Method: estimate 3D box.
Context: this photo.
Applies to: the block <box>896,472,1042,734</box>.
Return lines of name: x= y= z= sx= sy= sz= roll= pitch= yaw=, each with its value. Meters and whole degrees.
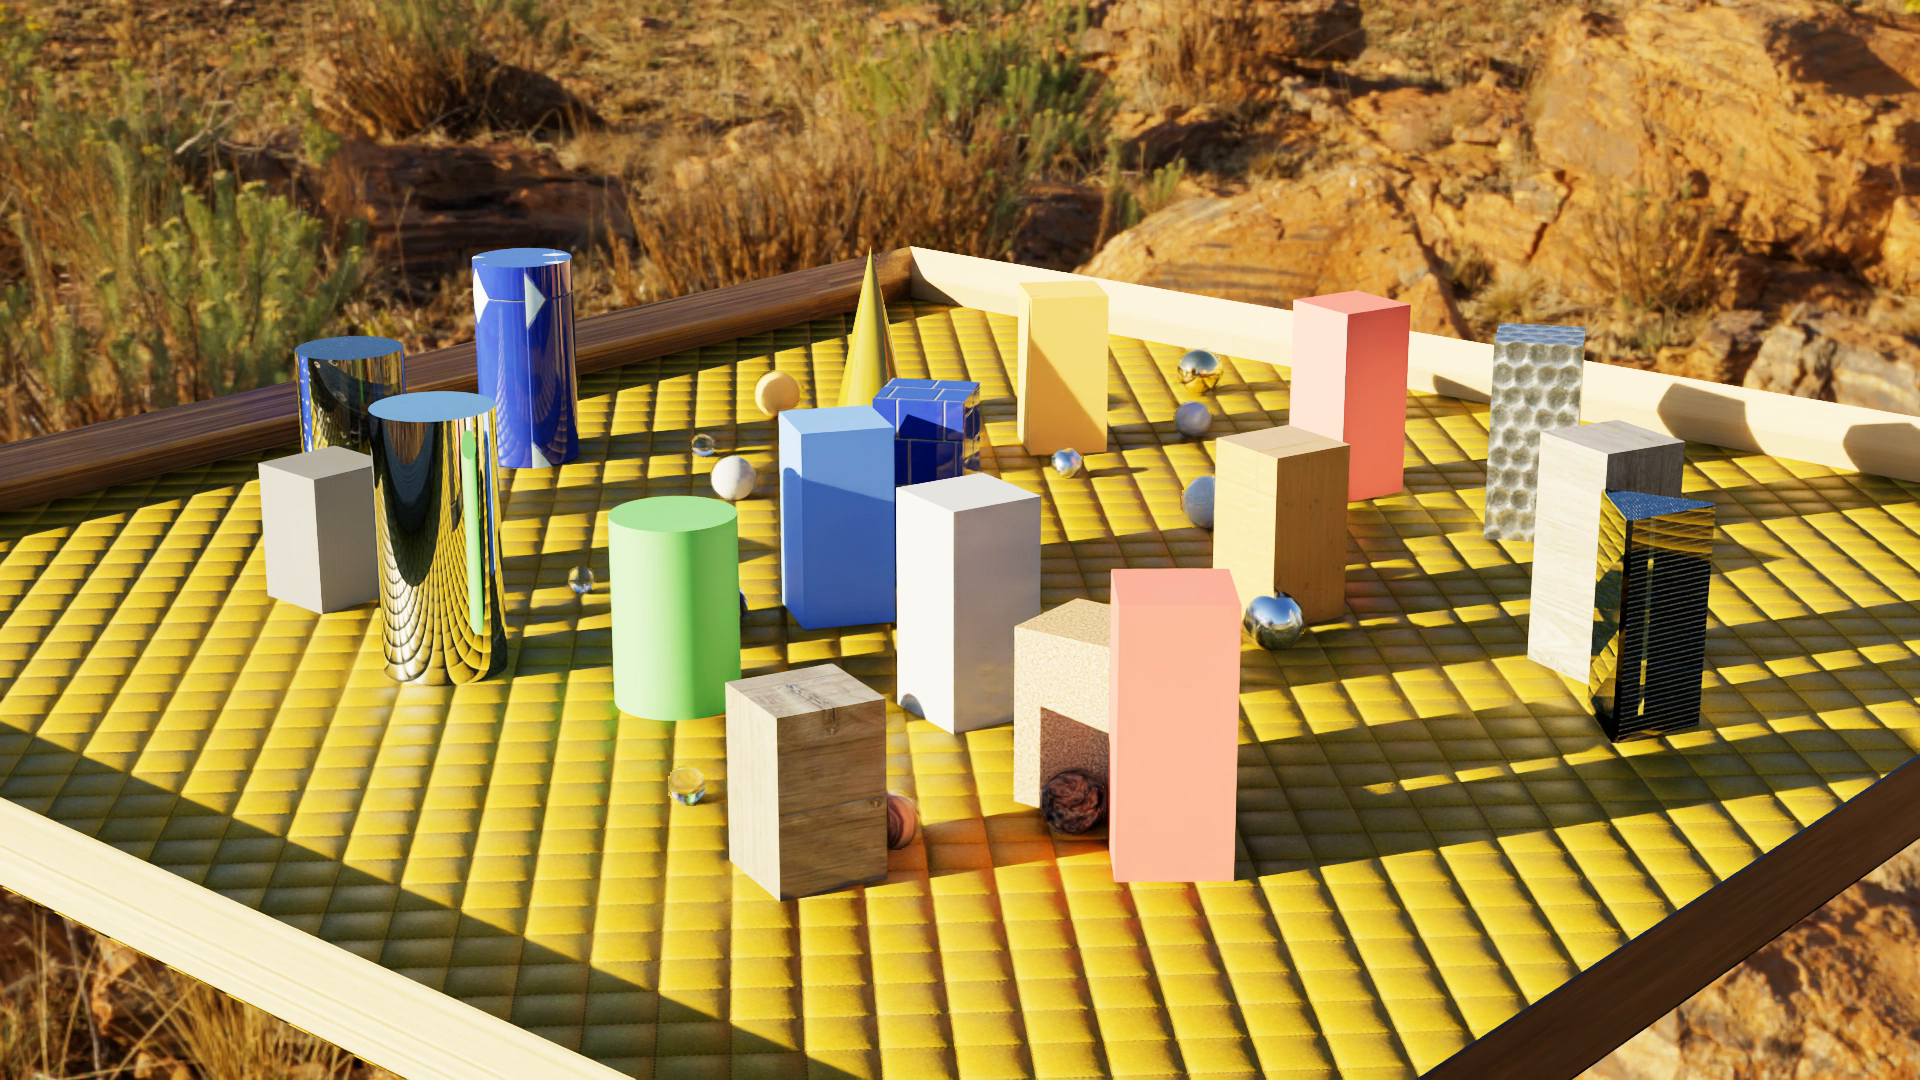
block: x=0.013 y=0.095 z=4.527 sx=0.160 sy=0.353 sz=0.160 roll=-11 pitch=20 yaw=-32

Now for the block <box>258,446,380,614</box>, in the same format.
block: x=-1.099 y=-0.020 z=5.105 sx=0.160 sy=0.240 sz=0.160 roll=15 pitch=22 yaw=40

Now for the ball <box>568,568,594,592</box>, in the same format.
ball: x=-0.665 y=0.071 z=5.145 sx=0.044 sy=0.044 sz=0.044 roll=0 pitch=17 yaw=0

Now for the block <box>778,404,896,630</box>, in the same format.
block: x=-0.210 y=-0.040 z=4.997 sx=0.160 sy=0.342 sz=0.160 roll=-5 pitch=17 yaw=-16

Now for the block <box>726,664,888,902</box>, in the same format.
block: x=-0.206 y=0.323 z=3.937 sx=0.160 sy=0.258 sz=0.160 roll=-9 pitch=19 yaw=-27

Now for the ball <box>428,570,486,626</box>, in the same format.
ball: x=-0.852 y=0.098 z=4.961 sx=0.097 sy=0.097 sz=0.097 roll=0 pitch=17 yaw=0

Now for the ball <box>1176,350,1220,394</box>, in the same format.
ball: x=0.532 y=-0.375 z=6.532 sx=0.098 sy=0.098 sz=0.098 roll=0 pitch=17 yaw=0

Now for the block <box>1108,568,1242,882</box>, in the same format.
block: x=0.286 y=0.249 z=3.954 sx=0.160 sy=0.390 sz=0.160 roll=0 pitch=17 yaw=-1

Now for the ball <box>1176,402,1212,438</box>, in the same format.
ball: x=0.490 y=-0.253 z=6.166 sx=0.075 sy=0.075 sz=0.075 roll=0 pitch=17 yaw=0

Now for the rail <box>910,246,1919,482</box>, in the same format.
rail: x=1.167 y=-0.355 z=6.406 sx=3.468 sy=0.130 sz=0.045 roll=14 pitch=22 yaw=39

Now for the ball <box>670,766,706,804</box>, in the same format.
ball: x=-0.390 y=0.351 z=4.197 sx=0.053 sy=0.053 sz=0.053 roll=0 pitch=17 yaw=0

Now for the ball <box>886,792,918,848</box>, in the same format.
ball: x=-0.097 y=0.386 z=4.038 sx=0.078 sy=0.078 sz=0.078 roll=0 pitch=17 yaw=0

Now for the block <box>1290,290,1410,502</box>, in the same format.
block: x=0.760 y=-0.282 z=5.740 sx=0.160 sy=0.375 sz=0.160 roll=-11 pitch=20 yaw=-32

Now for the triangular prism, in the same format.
triangular prism: x=1.025 y=0.108 z=4.486 sx=0.173 sy=0.352 sz=0.150 roll=-10 pitch=19 yaw=-29

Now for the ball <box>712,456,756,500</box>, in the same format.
ball: x=-0.440 y=-0.121 z=5.708 sx=0.086 sy=0.086 sz=0.086 roll=0 pitch=17 yaw=0

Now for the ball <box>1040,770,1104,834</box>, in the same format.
ball: x=0.157 y=0.365 z=4.092 sx=0.088 sy=0.088 sz=0.088 roll=0 pitch=17 yaw=0

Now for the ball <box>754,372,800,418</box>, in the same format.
ball: x=-0.394 y=-0.313 z=6.327 sx=0.098 sy=0.098 sz=0.098 roll=0 pitch=17 yaw=0

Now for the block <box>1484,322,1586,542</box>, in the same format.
block: x=1.072 y=-0.199 z=5.465 sx=0.160 sy=0.377 sz=0.160 roll=4 pitch=17 yaw=13

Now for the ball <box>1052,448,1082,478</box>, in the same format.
ball: x=0.213 y=-0.155 z=5.863 sx=0.061 sy=0.061 sz=0.061 roll=0 pitch=17 yaw=0

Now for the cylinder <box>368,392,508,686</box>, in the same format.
cylinder: x=-0.837 y=-0.004 z=4.713 sx=0.200 sy=0.435 sz=0.200 roll=0 pitch=17 yaw=0

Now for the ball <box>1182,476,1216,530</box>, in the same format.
ball: x=0.468 y=-0.071 z=5.517 sx=0.100 sy=0.100 sz=0.100 roll=0 pitch=17 yaw=0

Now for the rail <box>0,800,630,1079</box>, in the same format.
rail: x=-1.167 y=0.420 z=3.833 sx=3.468 sy=0.130 sz=0.045 roll=14 pitch=22 yaw=39

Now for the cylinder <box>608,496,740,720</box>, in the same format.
cylinder: x=-0.444 y=0.105 z=4.581 sx=0.200 sy=0.304 sz=0.200 roll=0 pitch=17 yaw=0

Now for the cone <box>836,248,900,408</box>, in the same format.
cone: x=-0.177 y=-0.363 z=5.870 sx=0.200 sy=0.457 sz=0.200 roll=0 pitch=17 yaw=0

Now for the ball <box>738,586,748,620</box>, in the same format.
ball: x=-0.398 y=0.109 z=4.962 sx=0.076 sy=0.076 sz=0.076 roll=0 pitch=17 yaw=0

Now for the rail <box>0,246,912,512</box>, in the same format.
rail: x=-1.292 y=-0.291 z=6.193 sx=0.045 sy=0.130 sz=3.606 roll=14 pitch=22 yaw=39

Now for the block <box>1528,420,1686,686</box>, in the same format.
block: x=1.040 y=0.019 z=4.726 sx=0.160 sy=0.384 sz=0.160 roll=-9 pitch=19 yaw=-28

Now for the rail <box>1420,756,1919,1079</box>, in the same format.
rail: x=1.292 y=0.356 z=4.046 sx=0.045 sy=0.130 sz=3.606 roll=14 pitch=22 yaw=39

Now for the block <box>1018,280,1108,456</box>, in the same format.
block: x=0.212 y=-0.358 z=6.076 sx=0.160 sy=0.329 sz=0.160 roll=-2 pitch=17 yaw=-8

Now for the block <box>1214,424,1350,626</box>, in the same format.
block: x=0.546 y=-0.021 z=5.000 sx=0.160 sy=0.304 sz=0.160 roll=-11 pitch=20 yaw=-32

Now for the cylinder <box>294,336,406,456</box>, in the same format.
cylinder: x=-1.140 y=-0.197 z=5.521 sx=0.200 sy=0.339 sz=0.200 roll=0 pitch=17 yaw=0

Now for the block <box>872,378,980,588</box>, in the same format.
block: x=-0.058 y=-0.098 z=5.189 sx=0.160 sy=0.342 sz=0.160 roll=3 pitch=17 yaw=11

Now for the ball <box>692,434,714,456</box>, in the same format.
ball: x=-0.528 y=-0.194 z=6.020 sx=0.046 sy=0.046 sz=0.046 roll=0 pitch=17 yaw=0

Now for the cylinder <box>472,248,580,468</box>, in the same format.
cylinder: x=-0.883 y=-0.371 z=5.971 sx=0.200 sy=0.414 sz=0.200 roll=0 pitch=17 yaw=0

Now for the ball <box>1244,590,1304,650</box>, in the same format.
ball: x=0.519 y=0.132 z=4.849 sx=0.097 sy=0.097 sz=0.097 roll=0 pitch=17 yaw=0

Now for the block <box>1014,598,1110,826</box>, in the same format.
block: x=0.189 y=0.243 z=4.191 sx=0.160 sy=0.264 sz=0.160 roll=12 pitch=20 yaw=34
